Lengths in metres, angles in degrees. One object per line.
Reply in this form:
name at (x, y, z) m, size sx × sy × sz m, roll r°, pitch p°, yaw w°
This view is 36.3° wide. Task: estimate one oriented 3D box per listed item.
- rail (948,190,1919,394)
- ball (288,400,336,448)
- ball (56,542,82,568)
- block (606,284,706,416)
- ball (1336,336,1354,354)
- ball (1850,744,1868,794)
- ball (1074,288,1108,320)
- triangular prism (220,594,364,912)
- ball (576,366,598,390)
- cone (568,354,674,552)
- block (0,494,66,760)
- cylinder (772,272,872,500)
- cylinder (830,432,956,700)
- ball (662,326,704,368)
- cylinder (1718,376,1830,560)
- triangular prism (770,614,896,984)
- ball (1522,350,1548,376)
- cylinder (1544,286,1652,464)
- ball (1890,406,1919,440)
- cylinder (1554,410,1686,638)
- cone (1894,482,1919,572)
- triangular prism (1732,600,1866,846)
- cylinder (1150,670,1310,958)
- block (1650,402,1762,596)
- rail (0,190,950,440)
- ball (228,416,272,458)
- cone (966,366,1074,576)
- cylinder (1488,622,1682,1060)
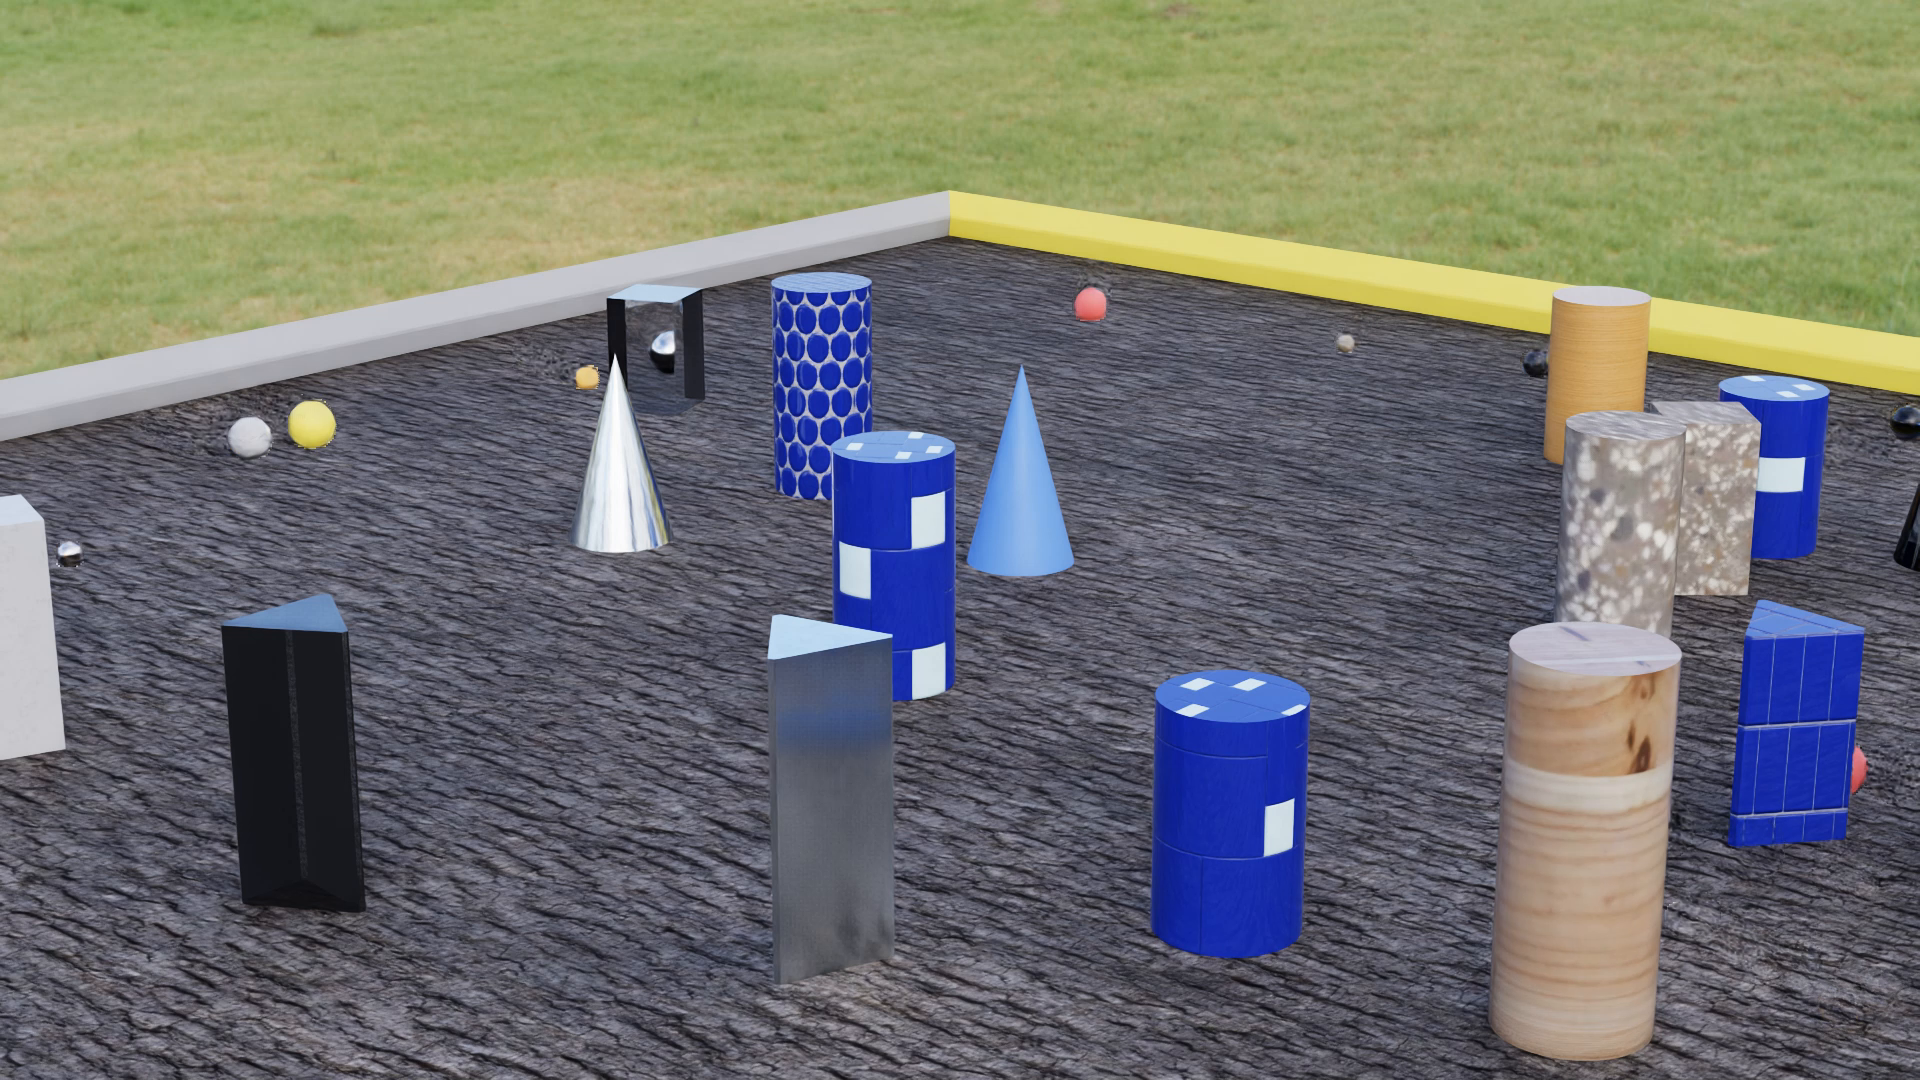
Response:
rail at (1.614, -0.505, 6.899) m, size 4.398 × 0.127 × 0.045 m, roll 14°, pitch 22°, yaw 39°
ball at (-1.344, -0.240, 6.076) m, size 0.097 × 0.097 × 0.097 m, roll 0°, pitch 17°, yaw 0°
ball at (-1.604, 0.026, 5.282) m, size 0.046 × 0.046 × 0.046 m, roll 0°, pitch 17°, yaw 0°
block at (-0.662, -0.416, 6.394) m, size 0.156 × 0.250 × 0.156 m, roll 6°, pitch 18°, yaw 18°
ball at (0.907, -0.461, 6.904) m, size 0.042 × 0.042 × 0.042 m, roll 0°, pitch 17°, yaw 0°
ball at (1.262, 0.328, 4.218) m, size 0.083 × 0.083 × 0.083 m, roll 0°, pitch 17°, yaw 0°
ball at (0.322, -0.581, 7.236) m, size 0.081 × 0.081 × 0.081 m, roll 0°, pitch 17°, yaw 0°
triangular prism at (-0.850, 0.276, 3.863) m, size 0.169 × 0.386 × 0.147 m, roll 3°, pitch 17°, yaw 10°
ball at (-0.834, -0.361, 6.555) m, size 0.052 × 0.052 × 0.052 m, roll 0°, pitch 17°, yaw 0°
cone at (-0.631, -0.174, 5.417) m, size 0.195 × 0.351 × 0.195 m, roll 0°, pitch 17°, yaw 0°
block at (-1.450, 0.134, 4.384) m, size 0.156 × 0.359 × 0.156 m, roll -9°, pitch 19°, yaw -28°
cylinder at (-0.269, -0.303, 5.743) m, size 0.195 × 0.410 × 0.195 m, roll 0°, pitch 17°, yaw 0°
cylinder at (-0.105, 0.039, 4.648) m, size 0.195 × 0.387 × 0.195 m, roll 0°, pitch 17°, yaw 0°
ball at (-0.640, -0.446, 6.759) m, size 0.097 × 0.097 × 0.097 m, roll 0°, pitch 17°, yaw 0°
cylinder at (1.483, -0.135, 5.385) m, size 0.195 × 0.296 × 0.195 m, roll 0°, pitch 17°, yaw 0°
triangular prism at (-0.192, 0.315, 3.666) m, size 0.169 × 0.426 × 0.147 m, roll -10°, pitch 19°, yaw -30°
ball at (1.312, -0.402, 6.679) m, size 0.059 × 0.059 × 0.059 m, roll 0°, pitch 17°, yaw 0°
cylinder at (1.296, -0.332, 5.969) m, size 0.195 × 0.336 × 0.195 m, roll 0°, pitch 17°, yaw 0°
ball at (1.985, -0.245, 6.136) m, size 0.072 × 0.072 × 0.072 m, roll 0°, pitch 17°, yaw 0°
cylinder at (1.100, -0.019, 4.895) m, size 0.195 × 0.357 × 0.195 m, roll 0°, pitch 17°, yaw 0°
cone at (1.795, -0.169, 5.257) m, size 0.195 × 0.434 × 0.195 m, roll 0°, pitch 17°, yaw 0°
triangular prism at (1.136, 0.251, 4.087) m, size 0.169 × 0.306 × 0.147 m, roll -3°, pitch 17°, yaw -9°
cylinder at (0.344, 0.348, 3.748) m, size 0.195 × 0.316 × 0.195 m, roll 0°, pitch 17°, yaw 0°
block at (1.300, -0.074, 5.160) m, size 0.156 × 0.309 × 0.156 m, roll 0°, pitch 17°, yaw 1°
rail at (-1.643, -0.380, 6.485) m, size 0.045 × 0.127 × 4.970 m, roll 14°, pitch 22°, yaw 39°
ball at (-1.451, -0.209, 5.994) m, size 0.086 × 0.086 × 0.086 m, roll 0°, pitch 17°, yaw 0°
cone at (0.110, -0.139, 5.274) m, size 0.195 × 0.367 × 0.195 m, roll 0°, pitch 17°, yaw 0°
cylinder at (0.733, 0.353, 3.453) m, size 0.195 × 0.477 × 0.195 m, roll 0°, pitch 17°, yaw 0°
